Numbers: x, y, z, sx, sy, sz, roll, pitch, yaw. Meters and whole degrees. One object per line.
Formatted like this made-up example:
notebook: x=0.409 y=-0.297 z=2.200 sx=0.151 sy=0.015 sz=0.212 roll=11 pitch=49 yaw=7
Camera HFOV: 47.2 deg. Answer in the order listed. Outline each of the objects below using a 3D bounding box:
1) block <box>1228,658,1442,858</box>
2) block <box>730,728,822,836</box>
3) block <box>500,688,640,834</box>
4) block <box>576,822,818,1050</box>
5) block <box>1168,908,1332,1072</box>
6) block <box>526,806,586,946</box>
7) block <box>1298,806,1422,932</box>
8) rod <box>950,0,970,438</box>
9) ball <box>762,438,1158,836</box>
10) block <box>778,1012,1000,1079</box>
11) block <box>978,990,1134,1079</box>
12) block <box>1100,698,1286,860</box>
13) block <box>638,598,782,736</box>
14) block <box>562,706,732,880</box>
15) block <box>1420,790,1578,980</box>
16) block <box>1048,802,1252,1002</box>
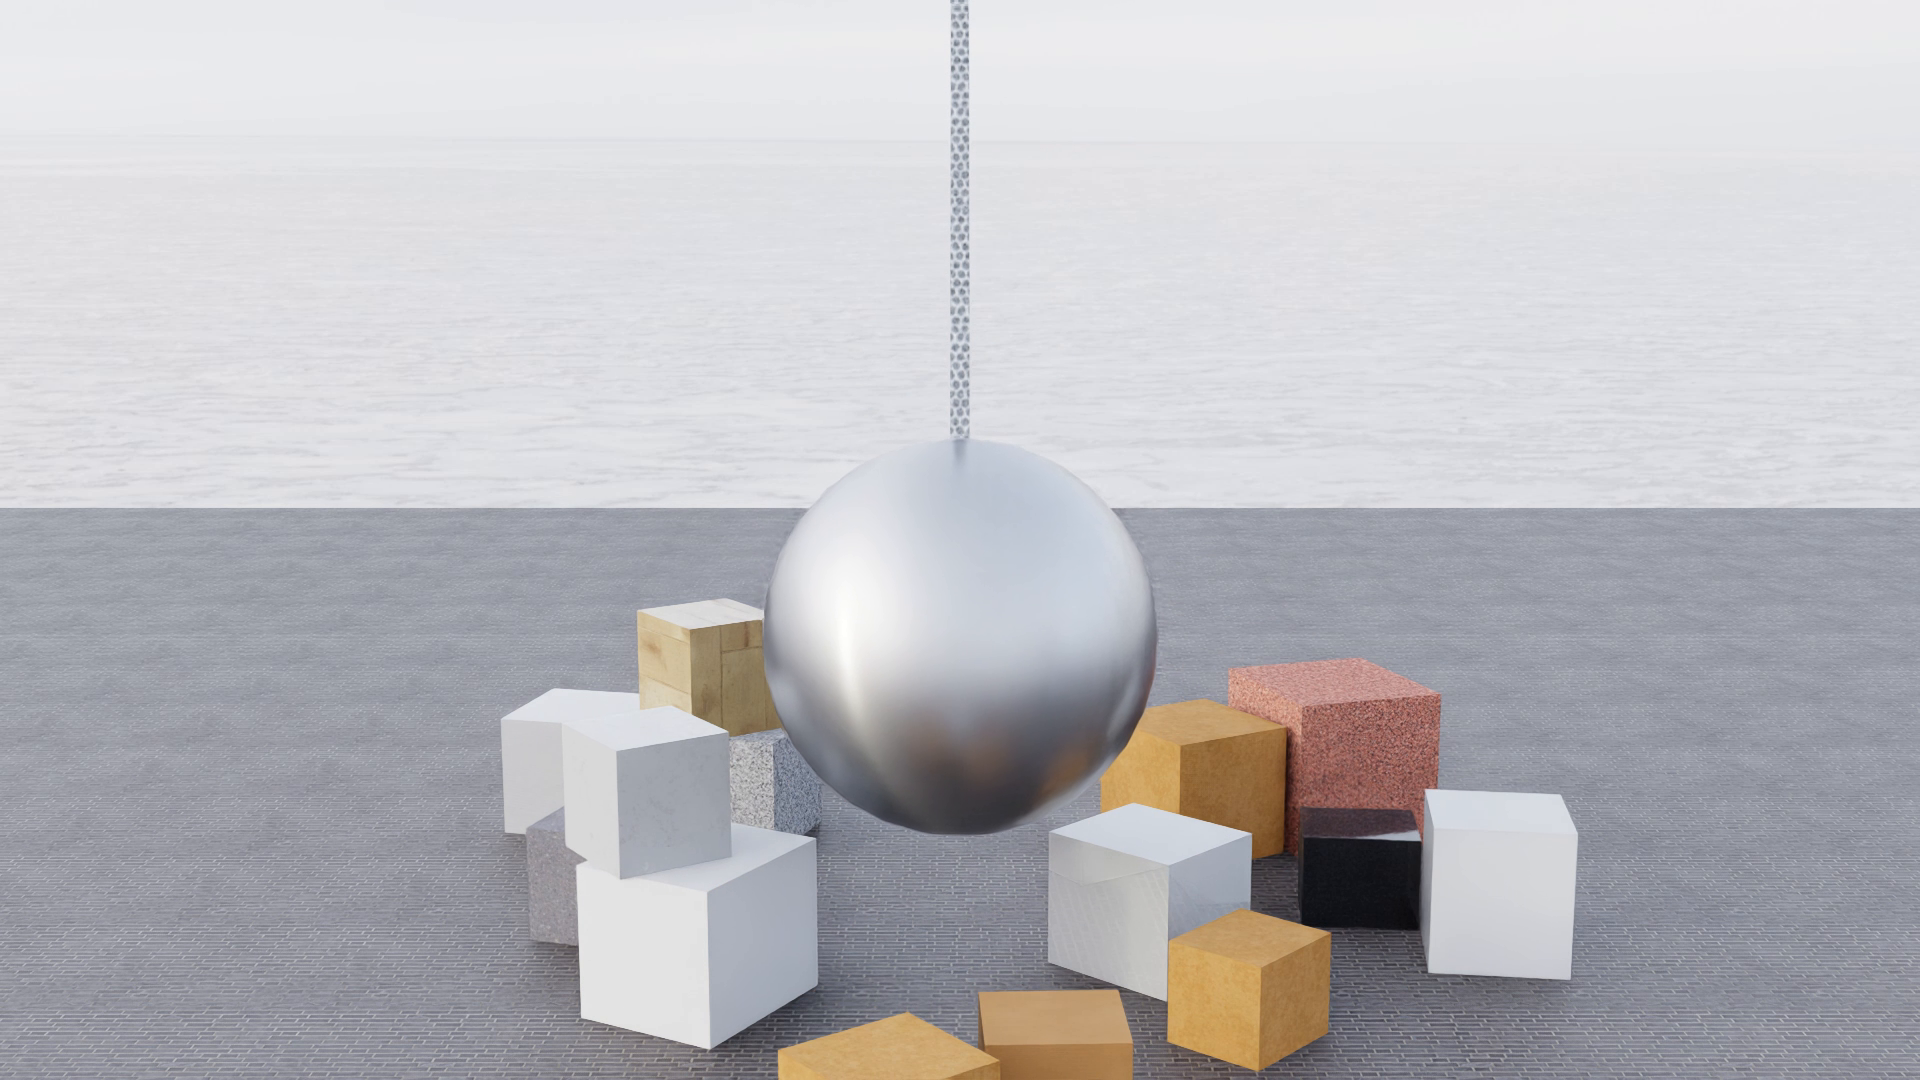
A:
block: x=1.910 y=1.102 z=11.341 sx=0.773 sy=0.773 sz=0.835 roll=-3 pitch=11 yaw=-18
block: x=-1.144 y=1.215 z=11.274 sx=0.685 sy=0.576 sz=0.594 roll=4 pitch=11 yaw=19
block: x=-1.940 y=1.164 z=11.480 sx=0.660 sy=0.602 sz=0.652 roll=2 pitch=11 yaw=13
block: x=-1.066 y=1.588 z=9.030 sx=0.642 sy=0.644 sz=0.768 roll=6 pitch=12 yaw=29
block: x=1.143 y=1.766 z=8.682 sx=0.429 sy=0.419 sz=0.496 roll=9 pitch=14 yaw=41
block: x=-1.572 y=1.492 z=9.914 sx=0.531 sy=0.518 sz=0.556 roll=3 pitch=11 yaw=18
block: x=1.828 y=1.505 z=10.103 sx=0.519 sy=0.423 sz=0.461 roll=1 pitch=10 yaw=6
rod: x=0.000 y=-2.931 z=9.620 sx=0.080 sy=5.200 sz=0.080 roll=0 pitch=-13 yaw=0
ball: x=0.000 y=0.387 z=8.880 sx=1.600 sy=1.600 sz=1.600 roll=0 pitch=10 yaw=0
block: x=-0.234 y=1.959 z=7.256 sx=0.527 sy=0.549 sz=0.512 roll=-8 pitch=13 yaw=-37
block: x=0.324 y=1.904 z=7.660 sx=0.500 sy=0.514 sz=0.471 roll=0 pitch=10 yaw=-2
block: x=1.165 y=1.222 z=11.032 sx=0.651 sy=0.648 sz=0.661 roll=-6 pitch=12 yaw=-30
block: x=-1.268 y=0.653 z=11.142 sx=0.518 sy=0.577 sz=0.550 roll=-7 pitch=13 yaw=-35
block: x=-1.273 y=1.014 z=8.927 sx=0.496 sy=0.523 sz=0.508 roll=-7 pitch=12 yaw=-34
block: x=2.333 y=1.489 z=9.577 sx=0.590 sy=0.643 sz=0.572 roll=1 pitch=10 yaw=8
block: x=0.814 y=1.540 z=9.452 sx=0.649 sy=0.588 sz=0.575 roll=10 pitch=14 yaw=42
